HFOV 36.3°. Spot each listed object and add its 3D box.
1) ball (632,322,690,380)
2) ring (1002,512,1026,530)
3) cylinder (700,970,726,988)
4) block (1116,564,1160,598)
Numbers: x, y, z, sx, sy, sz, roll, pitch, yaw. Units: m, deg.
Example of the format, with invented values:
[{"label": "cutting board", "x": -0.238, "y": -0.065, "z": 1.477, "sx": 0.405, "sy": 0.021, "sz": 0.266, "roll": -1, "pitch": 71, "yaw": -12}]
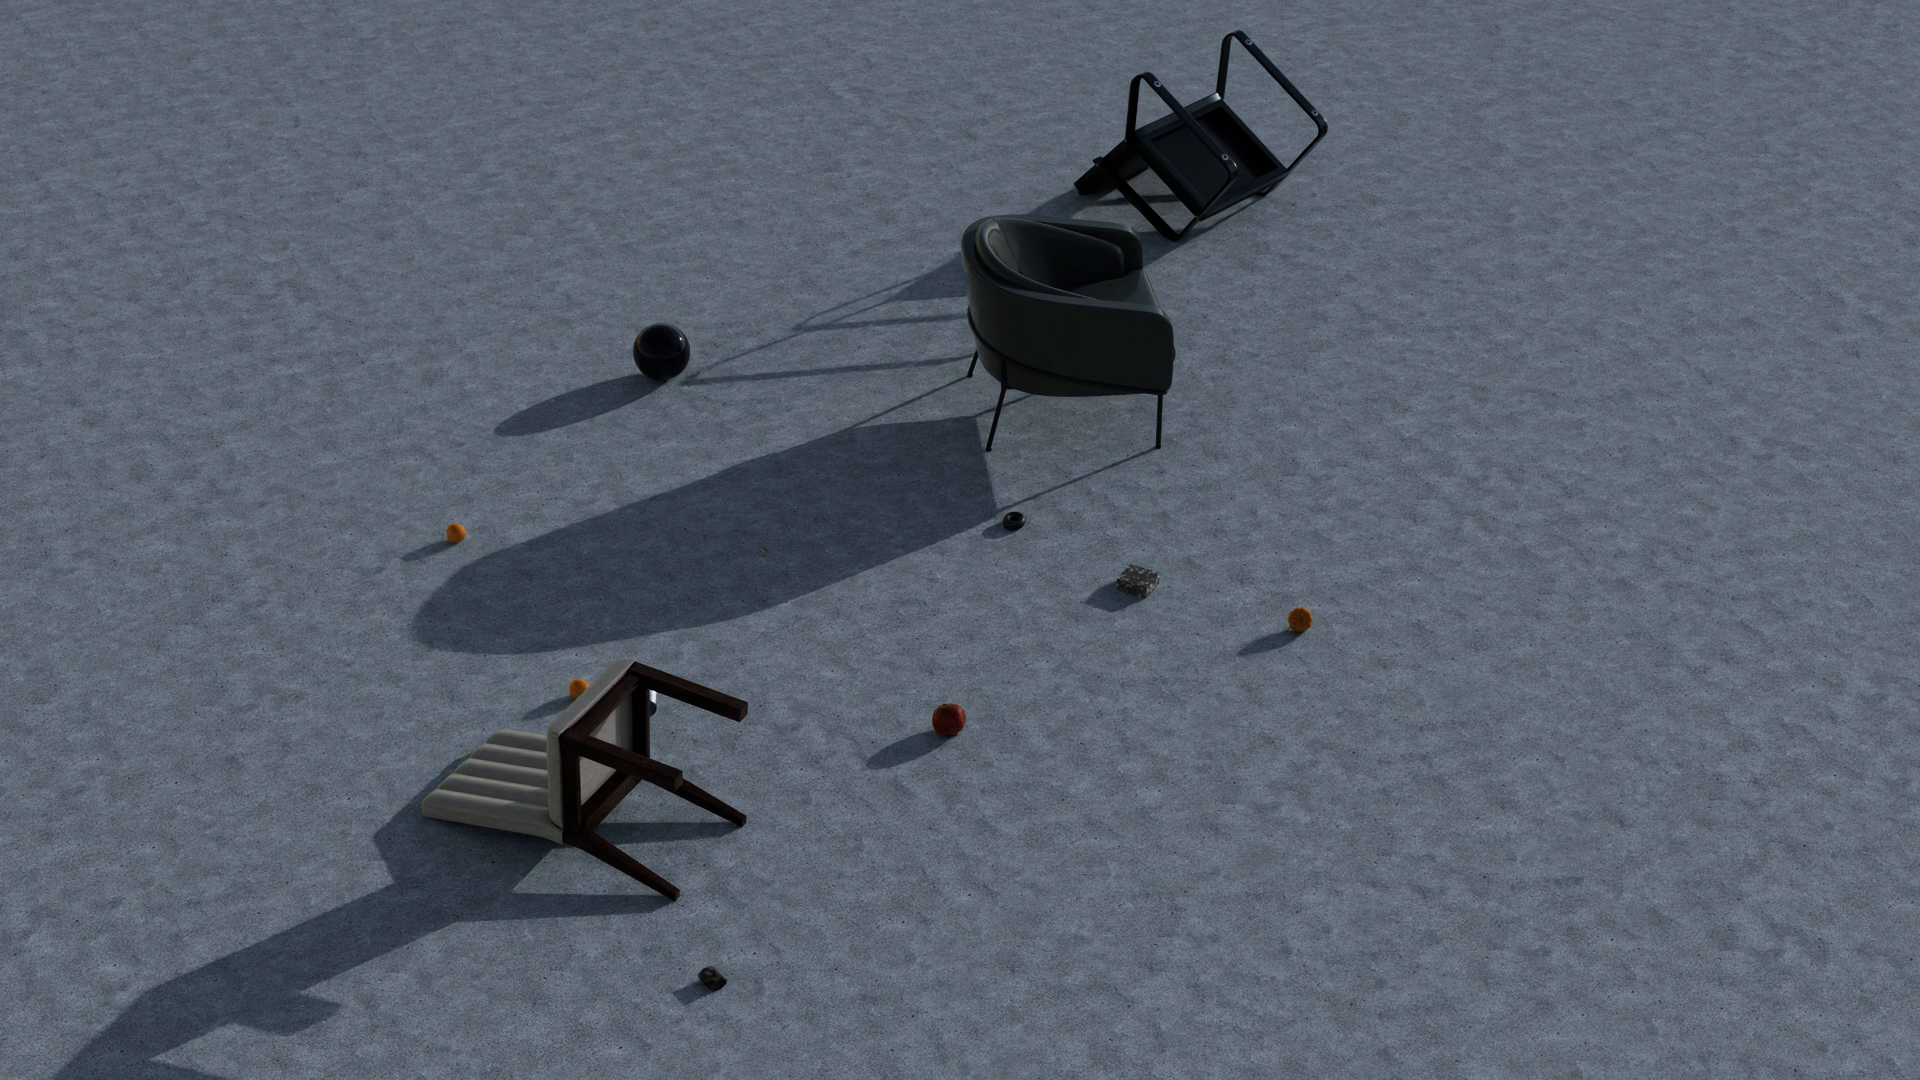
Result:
[{"label": "ball", "x": -1.211, "y": -0.764, "z": 11.891, "sx": 0.234, "sy": 0.234, "sz": 0.234, "roll": 0, "pitch": 33, "yaw": 0}, {"label": "ring", "x": 0.203, "y": -0.072, "z": 11.023, "sx": 0.085, "sy": 0.035, "sz": 0.101, "roll": 13, "pitch": 36, "yaw": 17}, {"label": "cylinder", "x": -0.751, "y": 1.330, "z": 8.892, "sx": 0.071, "sy": 0.037, "sz": 0.059, "roll": -7, "pitch": 40, "yaw": 51}, {"label": "block", "x": 0.649, "y": 0.150, "z": 10.673, "sx": 0.119, "sy": 0.049, "sz": 0.109, "roll": 17, "pitch": 37, "yaw": 24}]
